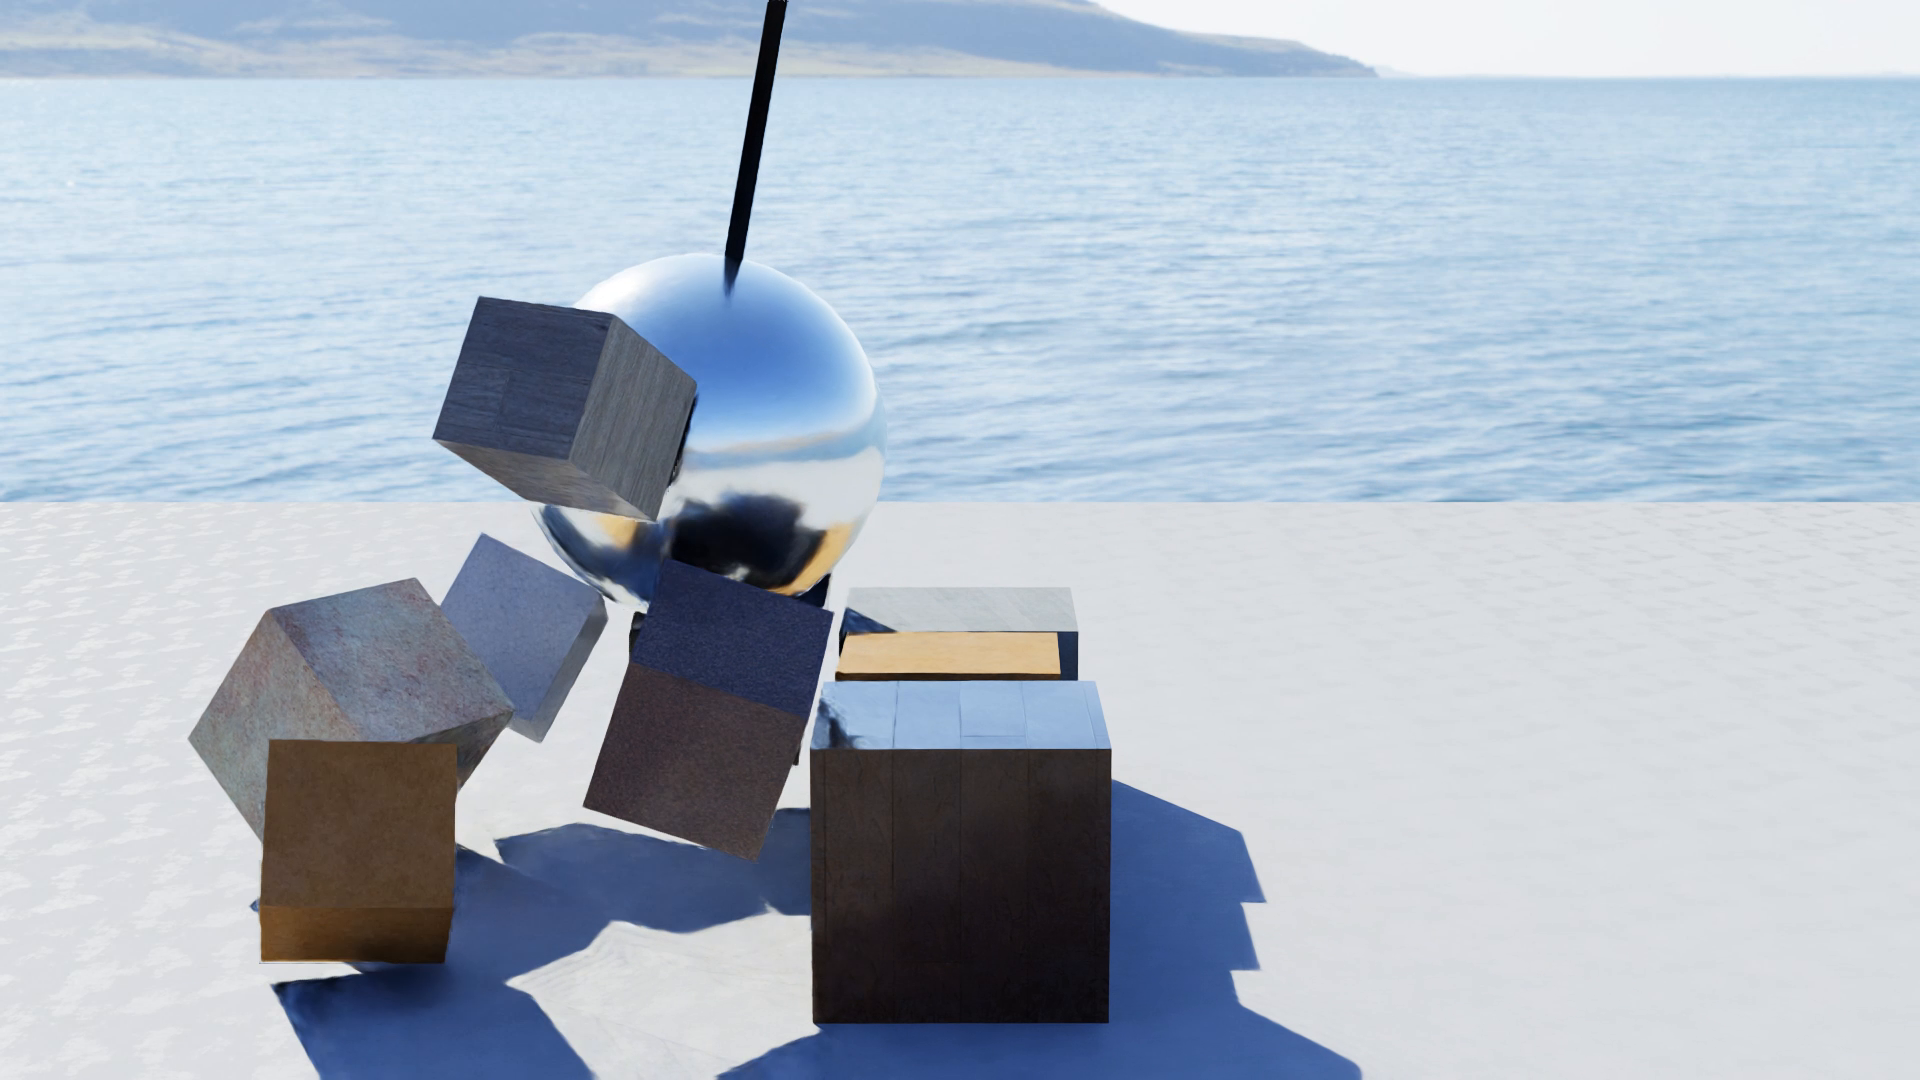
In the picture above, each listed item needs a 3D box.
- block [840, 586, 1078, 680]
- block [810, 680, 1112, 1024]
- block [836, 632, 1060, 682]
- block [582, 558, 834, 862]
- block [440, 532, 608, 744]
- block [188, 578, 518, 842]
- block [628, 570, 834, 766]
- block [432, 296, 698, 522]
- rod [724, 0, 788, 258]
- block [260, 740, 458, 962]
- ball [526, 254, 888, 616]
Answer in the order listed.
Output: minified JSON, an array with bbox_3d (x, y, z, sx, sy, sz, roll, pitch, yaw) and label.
[{"bbox_3d":[-0.002,0.785,12.687,1.127,0.916,1.052,0,10,0],"label":"block"},{"bbox_3d":[0.000,1.193,10.040,1.110,1.061,1.067,0,10,0],"label":"block"},{"bbox_3d":[-0.045,0.957,11.751,0.986,0.912,0.834,0,10,1],"label":"block"},{"bbox_3d":[-0.984,0.663,10.122,0.708,0.722,0.770,18,30,-5],"label":"block"},{"bbox_3d":[-2.159,0.481,12.358,0.641,0.702,0.577,26,-15,3],"label":"block"},{"bbox_3d":[-2.746,0.833,11.600,0.825,0.887,0.875,49,32,18],"label":"block"},{"bbox_3d":[-1.122,0.475,12.559,0.865,0.854,0.766,10,49,-1],"label":"block"},{"bbox_3d":[-1.522,-0.504,9.967,0.616,0.590,0.710,9,-15,25],"label":"block"},{"bbox_3d":[-0.482,-3.724,10.503,0.080,5.200,0.080,11,10,-2],"label":"rod"},{"bbox_3d":[-2.353,1.226,10.035,0.707,0.667,0.679,3,-27,-13],"label":"block"},{"bbox_3d":[-1.113,-0.437,11.101,1.600,1.600,1.600,0,10,0],"label":"ball"}]
